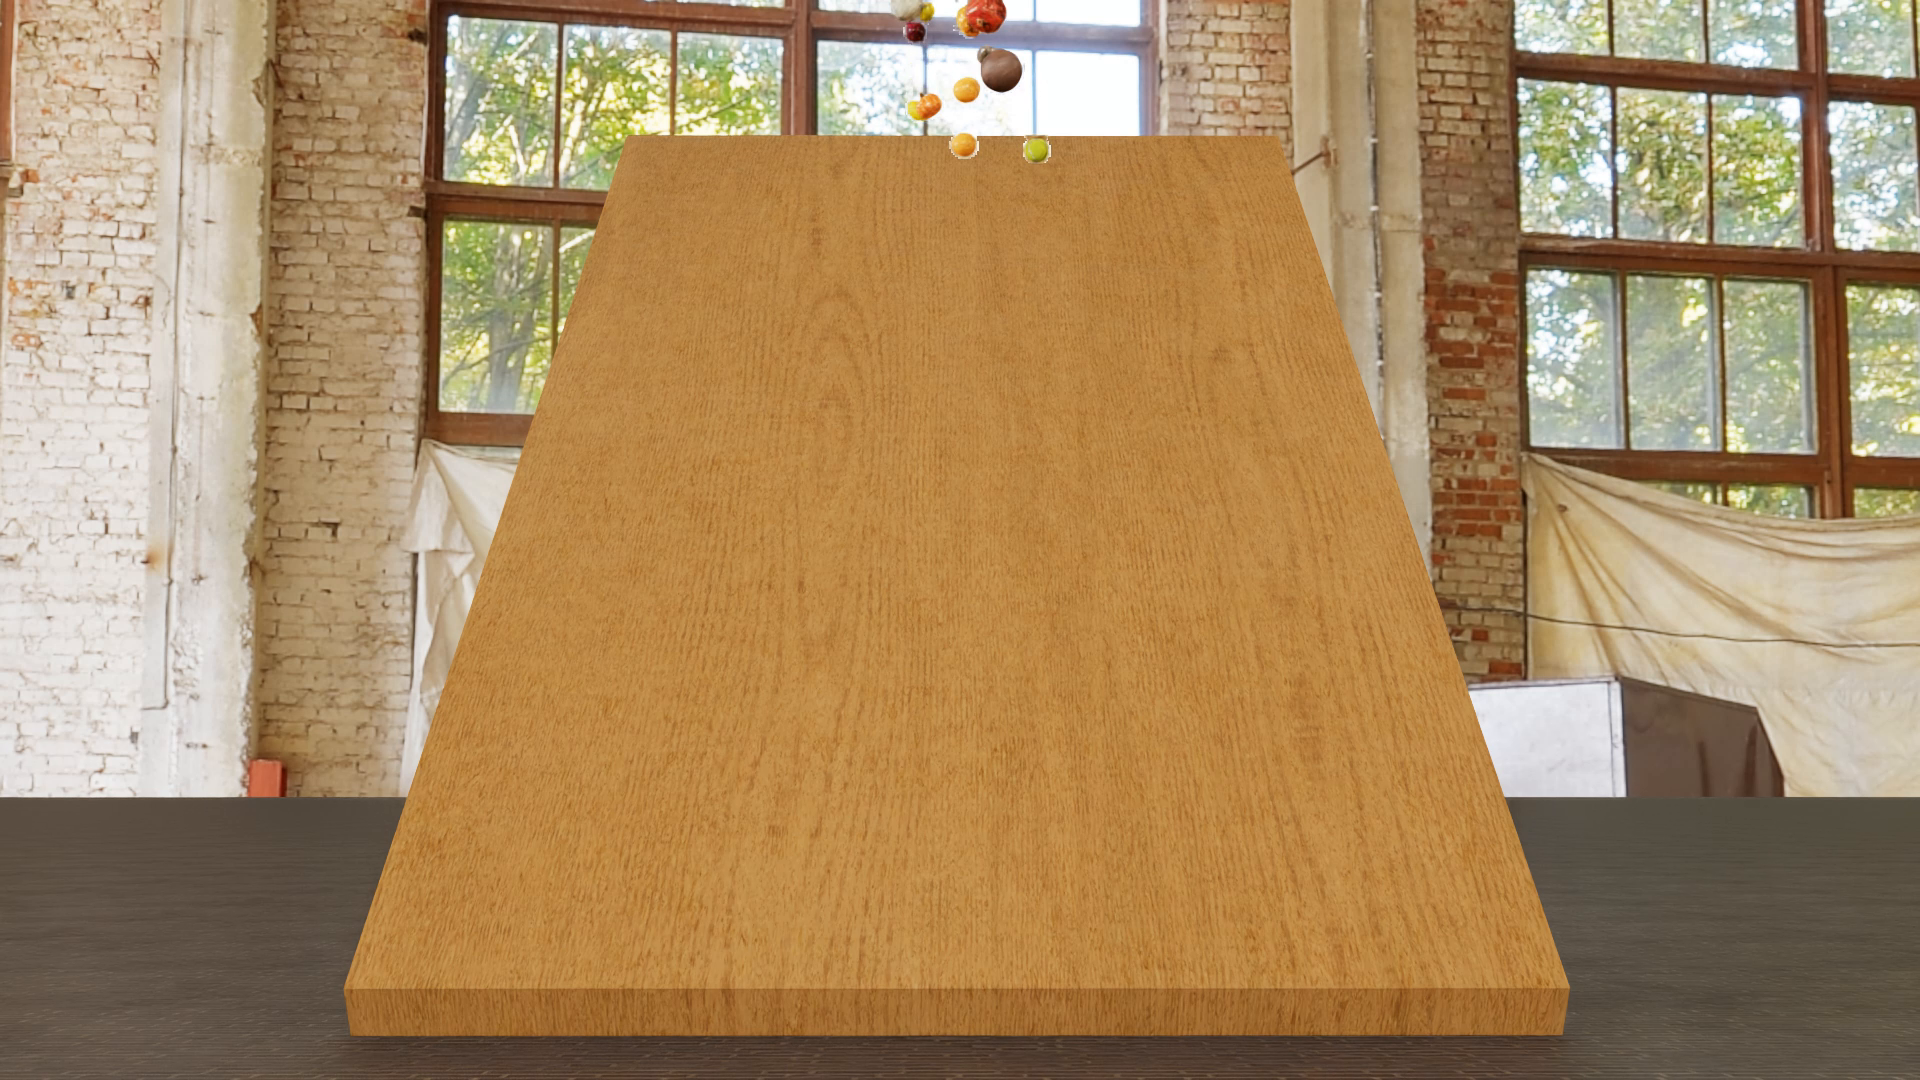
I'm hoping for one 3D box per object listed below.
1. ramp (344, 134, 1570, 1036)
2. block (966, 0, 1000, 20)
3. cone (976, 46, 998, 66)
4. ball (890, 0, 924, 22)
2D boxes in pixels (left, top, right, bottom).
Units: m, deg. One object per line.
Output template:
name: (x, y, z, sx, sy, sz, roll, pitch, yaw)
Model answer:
ramp: (-0.013, -0.213, 5.692, 2.000, 0.100, 4.000, 0, 30, 0)
block: (0.067, -1.613, 7.230, 0.065, 0.065, 0.065, 38, -22, 42)
cone: (0.082, -1.484, 7.320, 0.067, 0.067, 0.067, 0, -12, 2)
ball: (-0.155, -1.560, 7.020, 0.100, 0.100, 0.100, 0, -6, 0)
